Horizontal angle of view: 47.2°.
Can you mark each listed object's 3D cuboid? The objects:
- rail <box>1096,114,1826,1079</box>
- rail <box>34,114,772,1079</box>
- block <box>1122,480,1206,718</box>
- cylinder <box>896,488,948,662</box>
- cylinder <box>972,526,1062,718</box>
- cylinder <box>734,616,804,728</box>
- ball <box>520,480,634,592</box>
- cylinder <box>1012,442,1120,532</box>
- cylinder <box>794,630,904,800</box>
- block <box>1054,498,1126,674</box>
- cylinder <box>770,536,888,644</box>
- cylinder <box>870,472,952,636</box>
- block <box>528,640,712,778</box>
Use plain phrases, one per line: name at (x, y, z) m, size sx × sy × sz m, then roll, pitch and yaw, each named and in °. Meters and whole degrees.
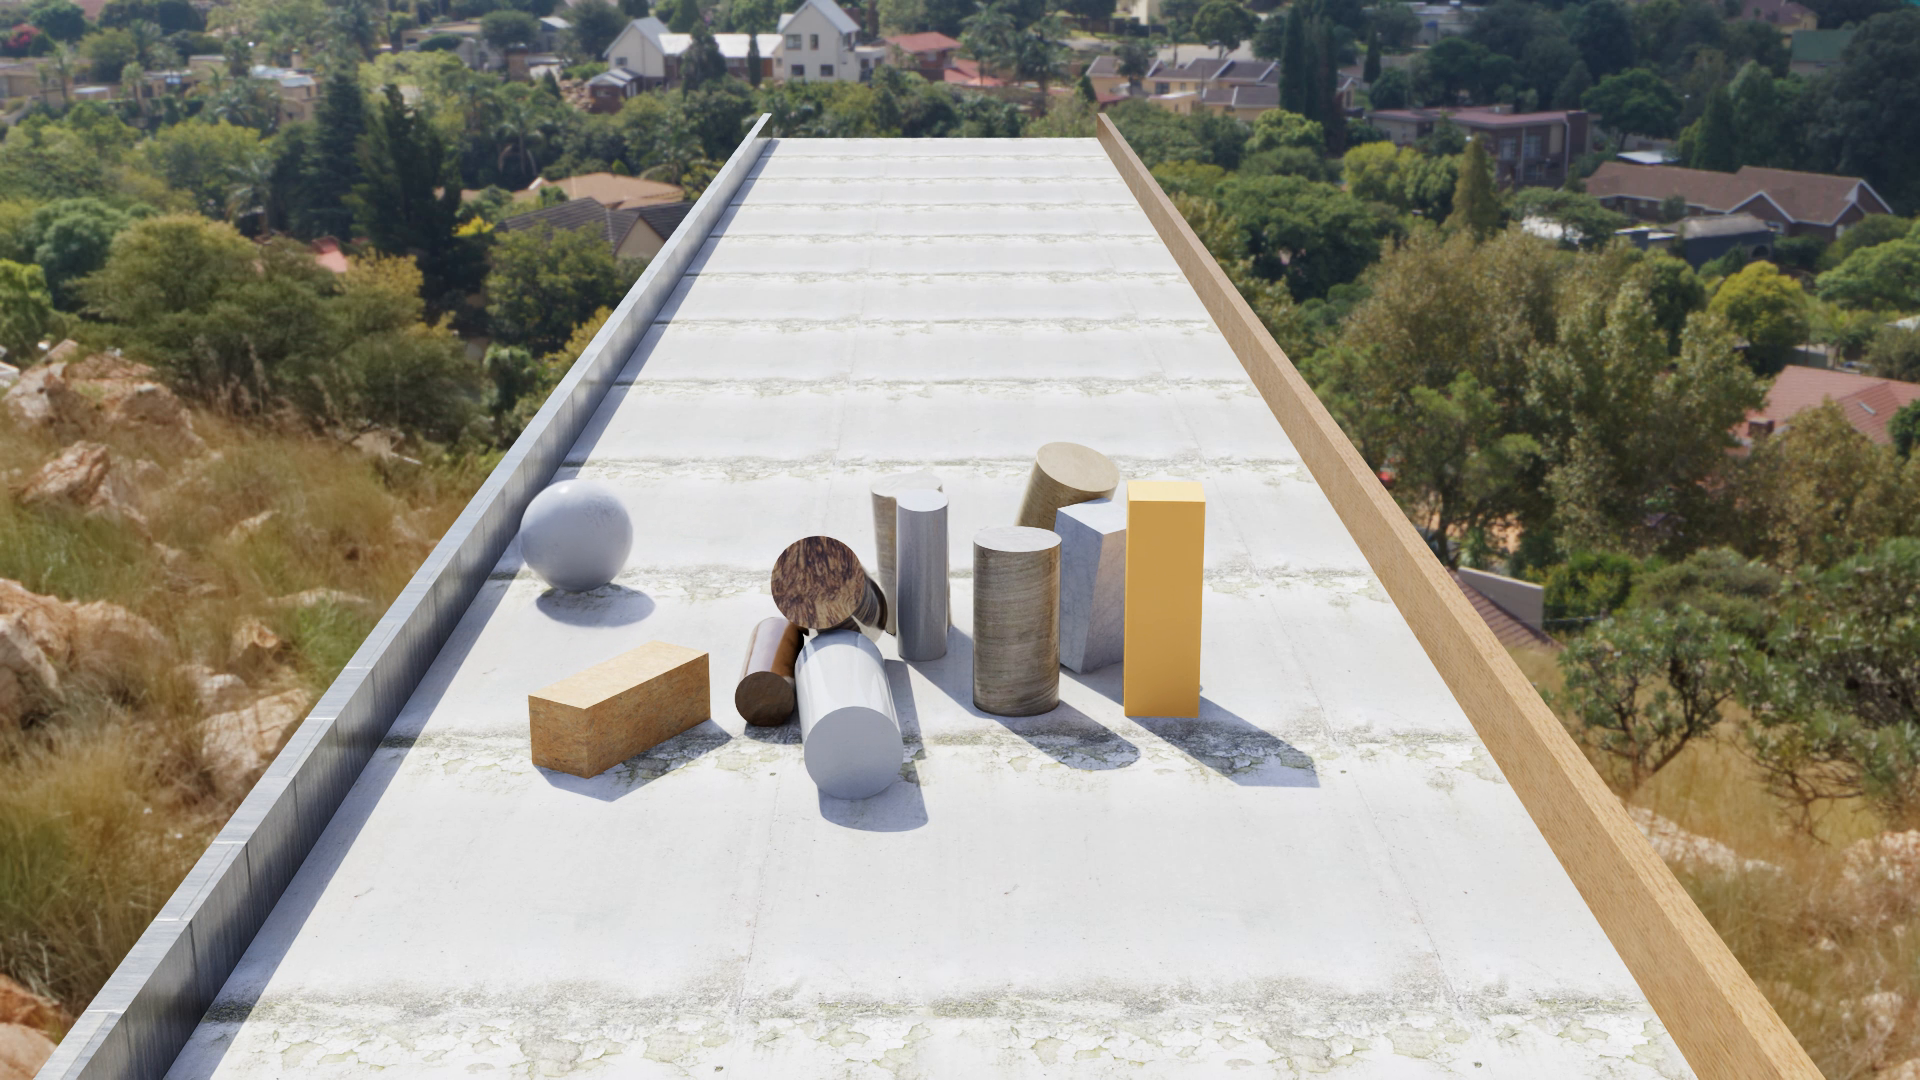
rail at (0.932, -0.844, 7.801) m, size 0.050 × 0.150 × 12.000 m, roll 0°, pitch 17°, yaw -1°
rail at (-1.118, -0.838, 7.780) m, size 0.050 × 0.150 × 12.000 m, roll 0°, pitch 17°, yaw -1°
block at (0.380, 0.110, 4.120) m, size 0.138 × 0.419 × 0.138 m, roll 1°, pitch 17°, yaw 3°
cylinder at (-0.075, 0.071, 4.379) m, size 0.102 × 0.334 × 0.102 m, roll 1°, pitch 27°, yaw 0°
cylinder at (0.107, 0.153, 4.144) m, size 0.165 × 0.324 × 0.165 m, roll 0°, pitch 17°, yaw 0°
cylinder at (-0.361, 0.248, 4.198) m, size 0.110 × 0.110 × 0.314 m, roll 0°, pitch 17°, yaw 0°
ball at (-0.841, -0.008, 4.820) m, size 0.247 × 0.247 × 0.247 m, roll 0°, pitch 17°, yaw 0°
cylinder at (0.191, 0.000, 4.512) m, size 0.175 × 0.369 × 0.175 m, roll 12°, pitch 33°, yaw -8°
cylinder at (-0.201, 0.303, 3.909) m, size 0.170 × 0.170 × 0.401 m, roll -2°, pitch 17°, yaw -6°
block at (0.262, 0.090, 4.353) m, size 0.130 × 0.306 × 0.130 m, roll -14°, pitch 32°, yaw -40°
cylinder at (-0.248, 0.113, 4.255) m, size 0.175 × 0.175 × 0.405 m, roll 1°, pitch -10°, yaw 5°
cylinder at (-0.100, 0.031, 4.555) m, size 0.147 × 0.309 × 0.147 m, roll -4°, pitch 21°, yaw 1°
block at (-0.611, 0.302, 3.982) m, size 0.131 × 0.131 × 0.344 m, roll 10°, pitch 19°, yaw 30°
